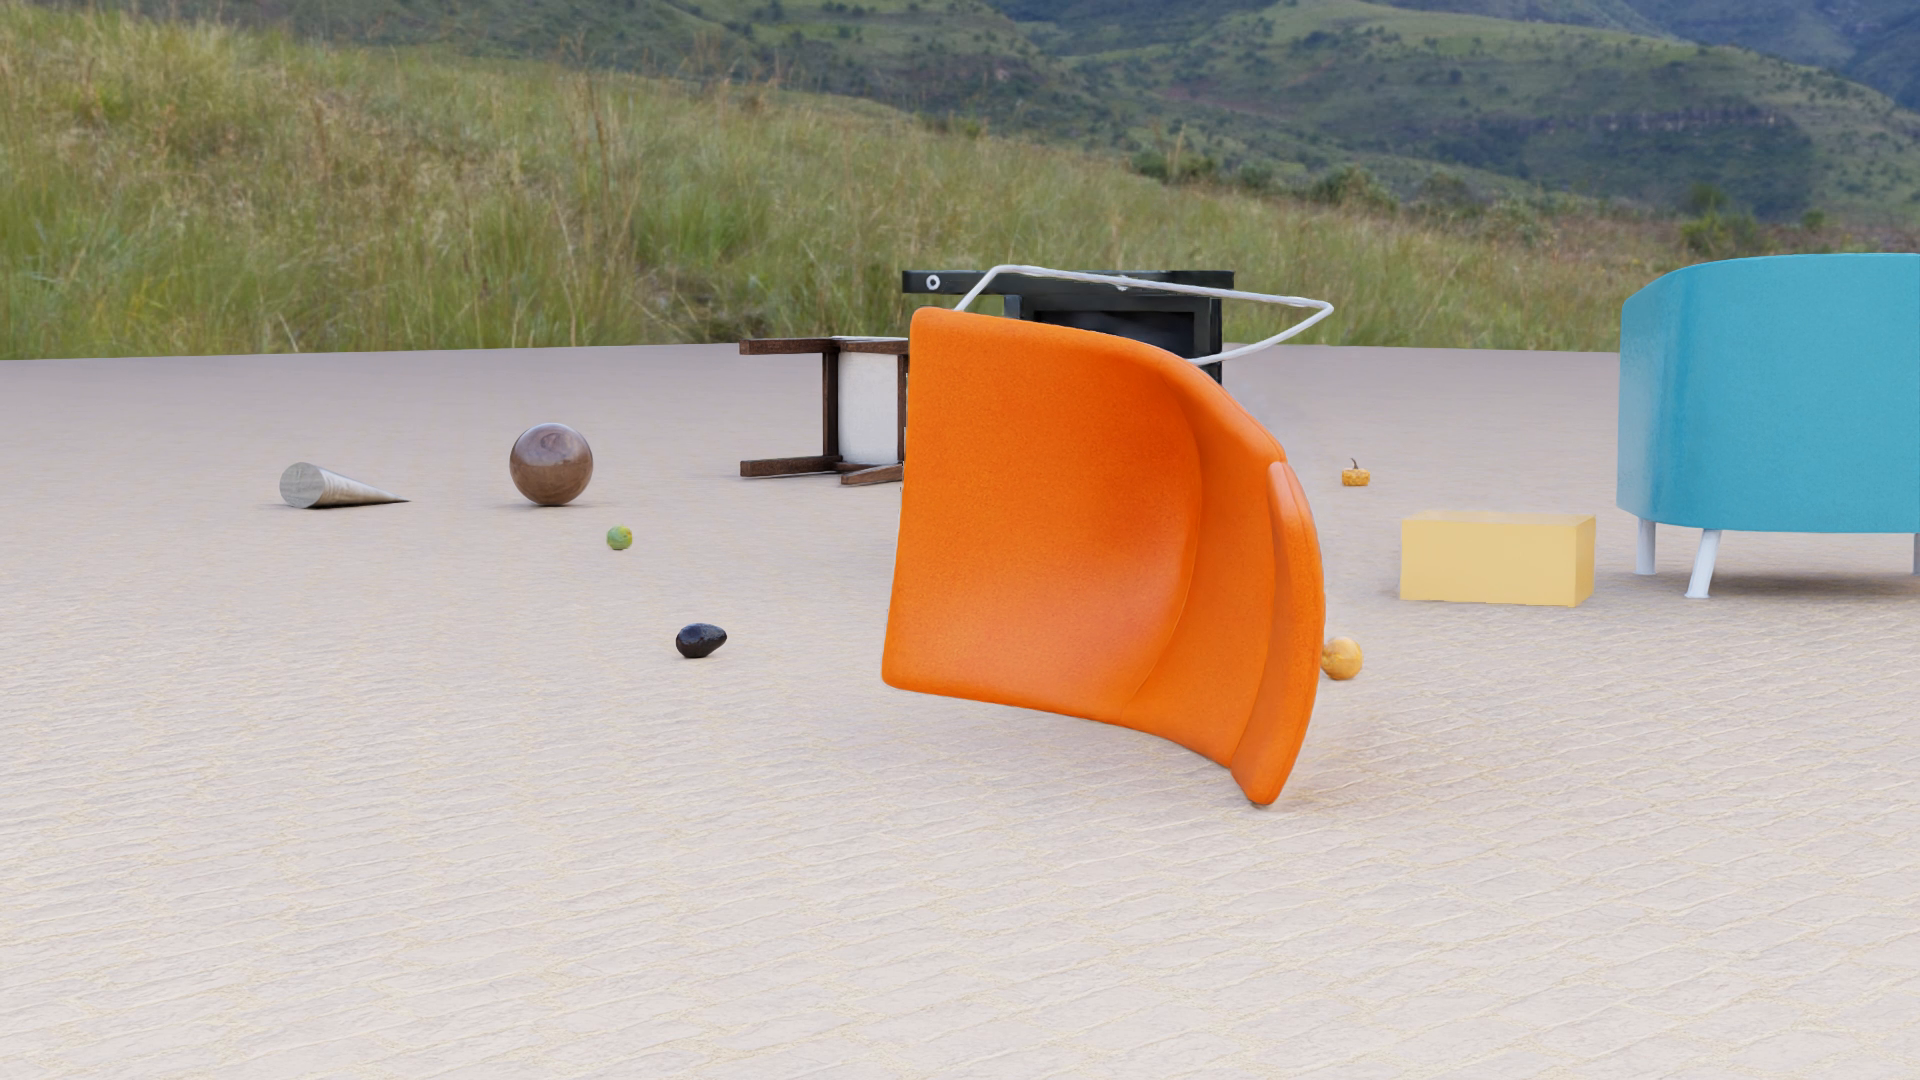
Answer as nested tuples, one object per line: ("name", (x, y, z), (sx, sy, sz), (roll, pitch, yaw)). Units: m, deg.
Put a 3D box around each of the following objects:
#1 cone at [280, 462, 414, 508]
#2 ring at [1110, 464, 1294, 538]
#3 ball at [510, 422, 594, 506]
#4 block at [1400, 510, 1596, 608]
("cone", (-1.737, -0.135, 7.408), (0.351, 0.131, 0.315), (9, -2, -37))
("ring", (0.622, -0.100, 6.609), (0.478, 0.163, 0.404), (1, 7, 16))
("ball", (-1.171, -0.217, 7.353), (0.240, 0.240, 0.240), (0, 6, 0))
("block", (1.107, 0.035, 5.274), (0.350, 0.164, 0.245), (2, 6, 22))
